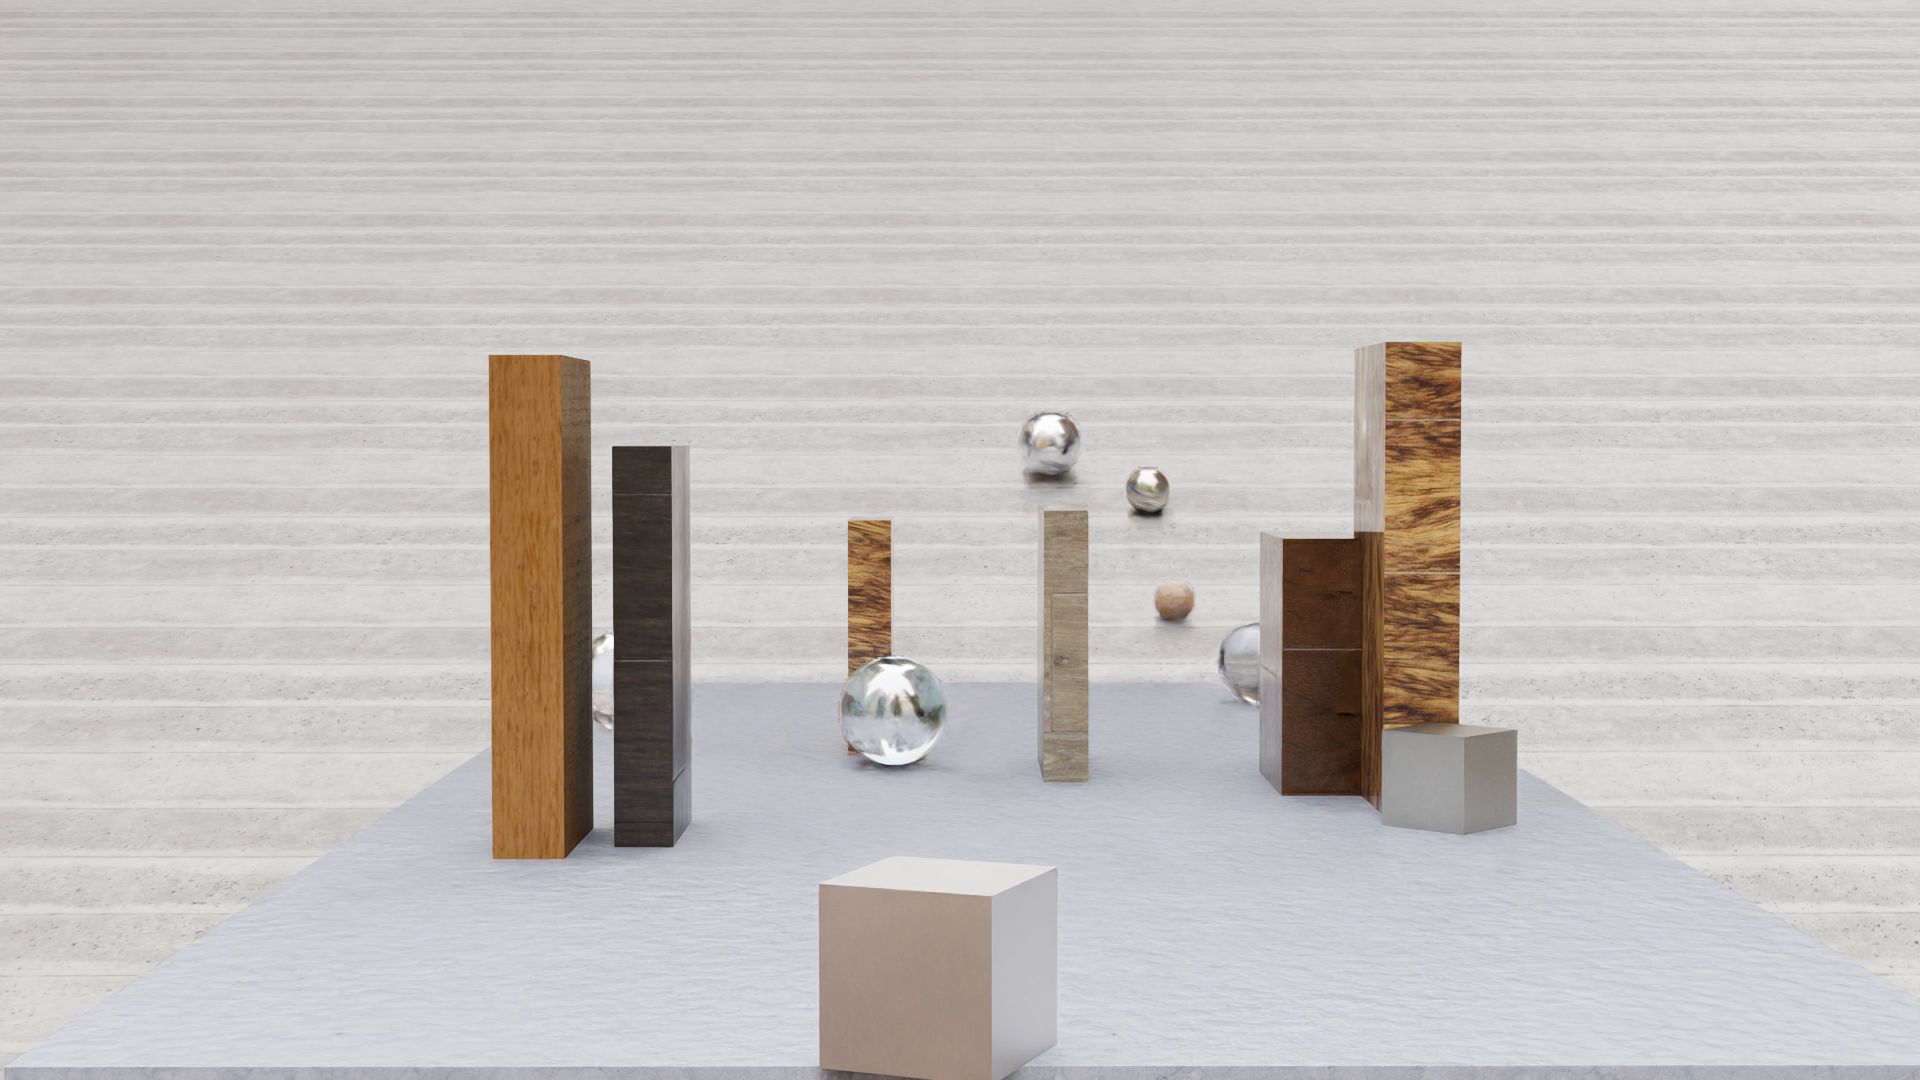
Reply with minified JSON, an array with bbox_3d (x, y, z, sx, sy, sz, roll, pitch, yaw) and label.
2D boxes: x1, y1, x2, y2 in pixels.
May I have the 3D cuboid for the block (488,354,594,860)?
[{"bbox_3d":[-0.636,0.094,3.928,0.106,0.741,0.305,0,2,0],"label":"block"}]

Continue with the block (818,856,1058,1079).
[{"bbox_3d":[-0.020,0.426,2.578,0.182,0.182,0.182,1,2,22],"label":"block"}]

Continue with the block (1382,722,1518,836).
[{"bbox_3d":[0.783,0.379,4.118,0.153,0.153,0.153,2,3,44],"label":"block"}]

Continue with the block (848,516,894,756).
[{"bbox_3d":[-0.176,0.186,5.148,0.084,0.459,0.255,0,2,0],"label":"block"}]

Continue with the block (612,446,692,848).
[{"bbox_3d":[-0.479,0.157,4.024,0.090,0.607,0.271,0,2,0],"label":"block"}]

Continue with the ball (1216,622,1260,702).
[{"bbox_3d":[0.694,0.287,6.023,0.187,0.187,0.187,0,24,0],"label":"ball"}]

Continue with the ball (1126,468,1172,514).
[{"bbox_3d":[0.568,-0.149,7.769,0.137,0.137,0.137,0,24,0],"label":"ball"}]

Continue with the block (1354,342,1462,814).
[{"bbox_3d":[0.756,0.058,4.378,0.124,0.775,0.327,0,2,0],"label":"block"}]

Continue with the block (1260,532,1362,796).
[{"bbox_3d":[0.630,0.214,4.612,0.148,0.446,0.326,0,2,0],"label":"block"}]

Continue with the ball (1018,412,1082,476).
[{"bbox_3d":[0.282,-0.299,8.033,0.202,0.202,0.202,0,24,0],"label":"ball"}]

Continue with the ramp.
[{"bbox_3d":[0.054,0.490,4.542,2.000,0.100,4.000,0,2,0],"label":"ramp"}]

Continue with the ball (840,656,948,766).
[{"bbox_3d":[-0.124,0.324,4.874,0.206,0.206,0.206,0,24,0],"label":"ball"}]

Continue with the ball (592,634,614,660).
[{"bbox_3d":[-0.843,0.300,6.262,0.146,0.146,0.146,0,24,0],"label":"ball"}]

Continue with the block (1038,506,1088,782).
[{"bbox_3d":[0.190,0.185,4.802,0.080,0.489,0.352,0,2,0],"label":"block"}]

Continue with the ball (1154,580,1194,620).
[{"bbox_3d":[0.589,0.167,7.079,0.111,0.111,0.111,0,24,0],"label":"ball"}]

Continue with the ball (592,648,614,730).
[{"bbox_3d":[-0.715,0.316,5.457,0.177,0.177,0.177,0,24,0],"label":"ball"}]
